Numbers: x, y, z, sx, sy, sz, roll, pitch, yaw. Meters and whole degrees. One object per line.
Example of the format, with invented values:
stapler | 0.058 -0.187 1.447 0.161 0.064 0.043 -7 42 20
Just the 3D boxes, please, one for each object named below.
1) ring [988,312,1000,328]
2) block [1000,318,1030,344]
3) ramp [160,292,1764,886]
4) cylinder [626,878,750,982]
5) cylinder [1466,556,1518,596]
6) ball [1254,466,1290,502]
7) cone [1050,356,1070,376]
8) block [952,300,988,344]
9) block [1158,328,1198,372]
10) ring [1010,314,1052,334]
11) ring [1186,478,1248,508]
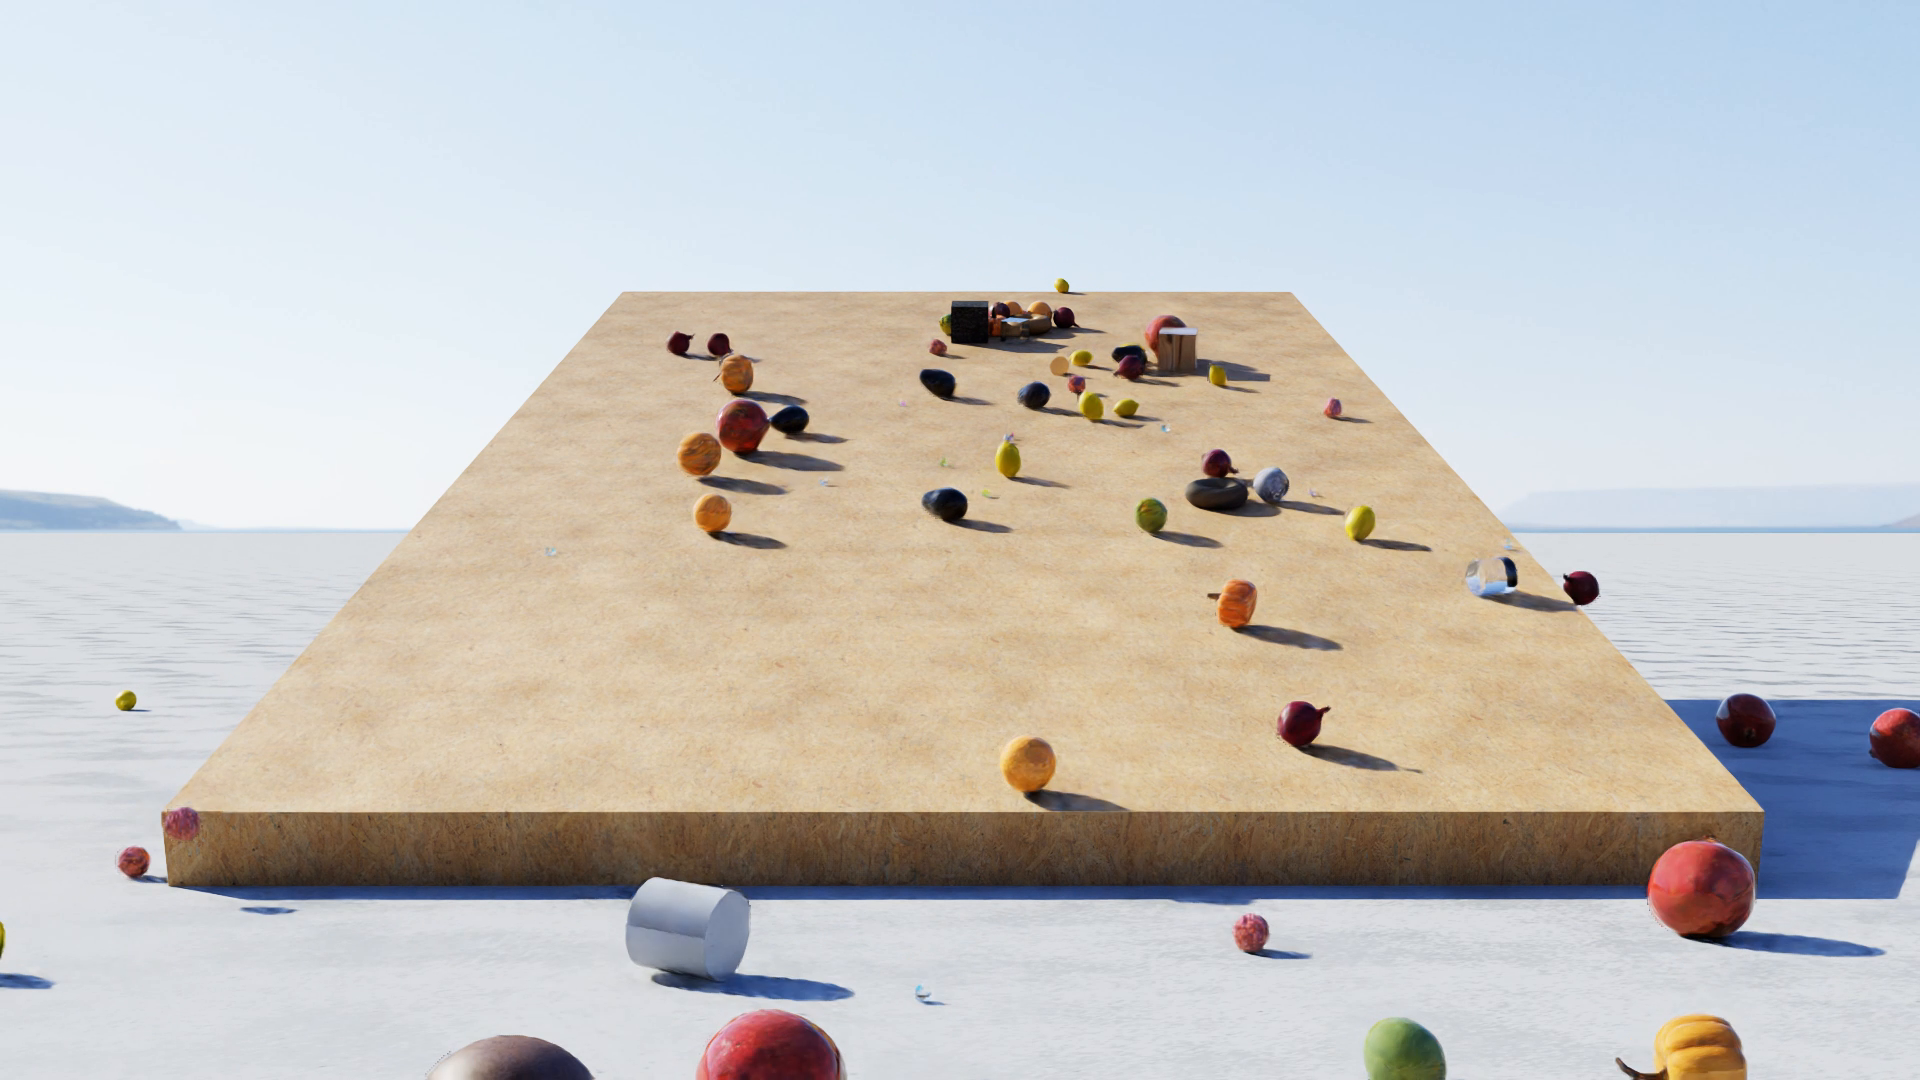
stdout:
ring | 0.051 -0.598 6.008 0.112 0.037 0.112 -1 15 0
block | 0.145 -0.552 5.809 0.056 0.056 0.056 8 17 25
ramp | -0.002 -0.155 4.685 2.000 0.100 4.000 0 16 0
cylinder | -0.272 0.390 2.209 0.090 0.090 0.090 5 2 24
cylinder | 0.875 0.060 3.627 0.060 0.060 0.060 -6 2 -17
ball | 0.595 -0.106 4.207 0.067 0.067 0.067 0 0 0
cone | 0.253 -0.419 5.399 0.050 0.050 0.050 0 -12 24
block | 0.026 -0.576 5.819 0.097 0.097 0.097 0 16 1
block | 0.541 -0.474 5.466 0.091 0.091 0.091 3 16 9
ring | 0.183 -0.582 5.939 0.130 0.043 0.130 -1 15 0
ring | 0.488 -0.089 4.194 0.121 0.040 0.121 1 15 0
